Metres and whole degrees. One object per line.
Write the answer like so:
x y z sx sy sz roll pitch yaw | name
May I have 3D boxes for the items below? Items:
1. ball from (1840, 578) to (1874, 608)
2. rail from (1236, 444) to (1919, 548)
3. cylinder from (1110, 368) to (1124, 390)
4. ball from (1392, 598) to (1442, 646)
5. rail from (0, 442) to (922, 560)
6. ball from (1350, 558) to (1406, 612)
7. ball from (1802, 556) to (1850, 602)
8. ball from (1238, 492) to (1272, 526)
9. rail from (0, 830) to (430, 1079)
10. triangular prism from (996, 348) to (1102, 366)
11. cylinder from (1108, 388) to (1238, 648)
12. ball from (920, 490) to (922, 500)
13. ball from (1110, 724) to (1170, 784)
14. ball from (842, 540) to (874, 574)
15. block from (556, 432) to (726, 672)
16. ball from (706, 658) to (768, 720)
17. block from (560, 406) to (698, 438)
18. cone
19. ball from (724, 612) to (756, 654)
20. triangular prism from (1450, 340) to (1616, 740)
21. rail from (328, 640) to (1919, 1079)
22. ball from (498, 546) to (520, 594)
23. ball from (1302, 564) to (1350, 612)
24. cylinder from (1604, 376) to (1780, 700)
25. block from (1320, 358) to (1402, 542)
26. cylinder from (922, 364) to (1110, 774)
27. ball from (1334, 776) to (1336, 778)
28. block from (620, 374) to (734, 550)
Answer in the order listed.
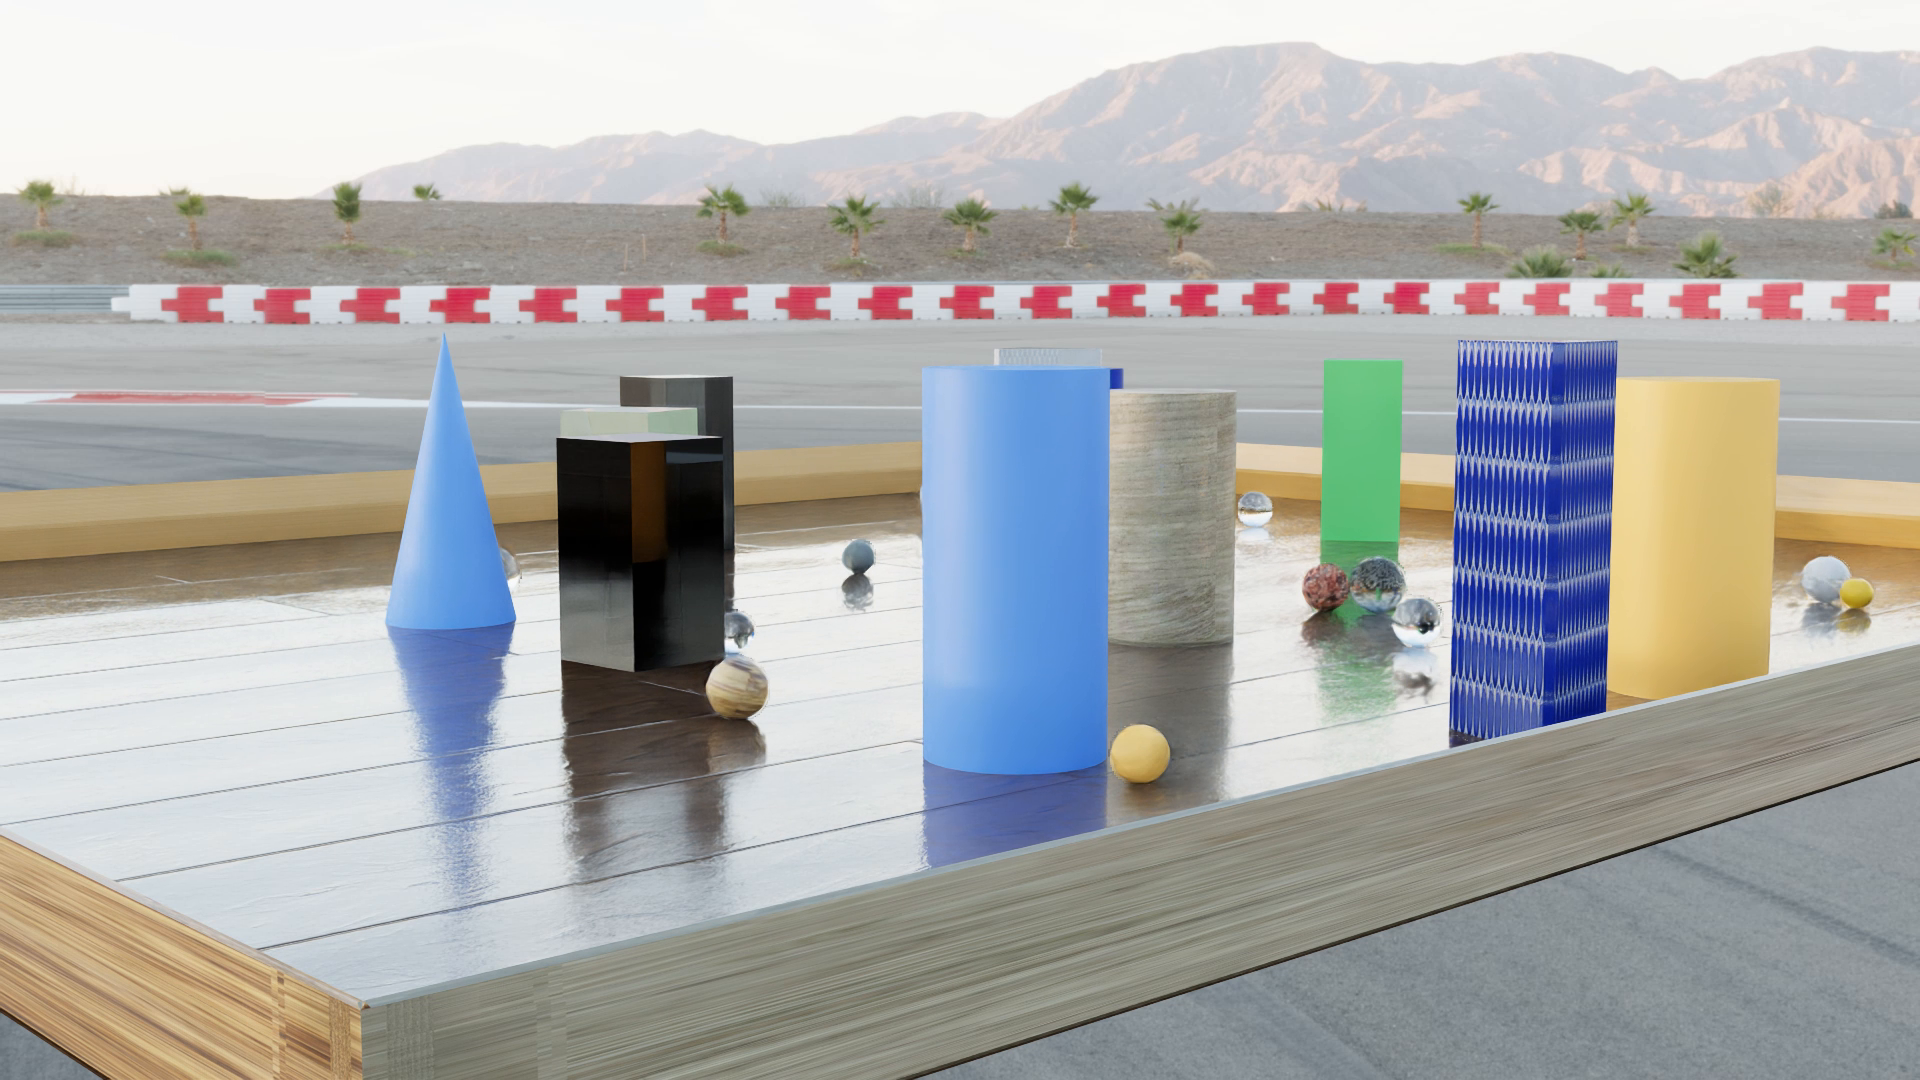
1.322 0.078 3.241 0.046 0.046 0.046 0 6 0 | ball
1.287 -0.095 4.513 0.045 0.119 3.022 -6 8 -42 | rail
0.234 -0.181 4.382 0.183 0.321 0.183 0 6 0 | cylinder
0.599 0.107 2.881 0.065 0.065 0.065 0 6 0 | ball
-1.009 -0.085 4.419 3.549 0.119 0.045 -6 8 -42 | rail
0.607 0.065 3.197 0.081 0.081 0.081 0 6 0 | ball
1.303 0.059 3.310 0.070 0.070 0.070 0 6 0 | ball
0.595 -0.062 4.439 0.071 0.071 0.071 0 6 0 | ball
-1.287 0.157 2.152 0.045 0.119 3.022 -6 8 -42 | rail
0.111 -0.091 3.242 0.159 0.383 0.137 -2 6 -14 | triangular prism
0.277 -0.034 2.950 0.183 0.332 0.183 0 6 0 | cylinder
-0.038 -0.095 4.652 0.092 0.092 0.092 0 6 0 | ball
0.169 0.200 2.057 0.055 0.055 0.055 0 6 0 | ball
-0.170 0.029 3.671 0.054 0.054 0.054 0 6 0 | ball
-0.401 0.011 2.768 0.147 0.281 0.147 6 8 42 | block
-0.240 0.160 2.374 0.067 0.067 0.067 0 6 0 | ball
-0.489 -0.048 3.268 0.147 0.292 0.147 2 7 22 | block
-0.724 -0.090 3.107 0.183 0.410 0.183 0 6 0 | cone
-0.290 0.119 2.825 0.054 0.054 0.054 0 6 0 | ball
0.574 0.000 2.266 0.137 0.409 0.159 4 7 36 | triangular prism
1.009 0.147 2.245 3.549 0.119 0.045 -6 8 -42 | rail
-0.707 0.051 3.305 0.087 0.087 0.087 0 6 0 | ball
0.535 0.069 3.217 0.069 0.069 0.069 0 6 0 | ball
0.846 -0.006 2.547 0.183 0.361 0.183 0 6 0 | cylinder
0.773 -0.176 4.235 0.147 0.341 0.147 1 6 10 | block
0.055 0.023 2.167 0.183 0.384 0.183 0 6 0 | cylinder
0.304 0.223 1.704 0.083 0.083 0.083 0 6 0 | ball
-0.515 -0.140 4.011 0.147 0.317 0.147 -5 8 -41 | block
